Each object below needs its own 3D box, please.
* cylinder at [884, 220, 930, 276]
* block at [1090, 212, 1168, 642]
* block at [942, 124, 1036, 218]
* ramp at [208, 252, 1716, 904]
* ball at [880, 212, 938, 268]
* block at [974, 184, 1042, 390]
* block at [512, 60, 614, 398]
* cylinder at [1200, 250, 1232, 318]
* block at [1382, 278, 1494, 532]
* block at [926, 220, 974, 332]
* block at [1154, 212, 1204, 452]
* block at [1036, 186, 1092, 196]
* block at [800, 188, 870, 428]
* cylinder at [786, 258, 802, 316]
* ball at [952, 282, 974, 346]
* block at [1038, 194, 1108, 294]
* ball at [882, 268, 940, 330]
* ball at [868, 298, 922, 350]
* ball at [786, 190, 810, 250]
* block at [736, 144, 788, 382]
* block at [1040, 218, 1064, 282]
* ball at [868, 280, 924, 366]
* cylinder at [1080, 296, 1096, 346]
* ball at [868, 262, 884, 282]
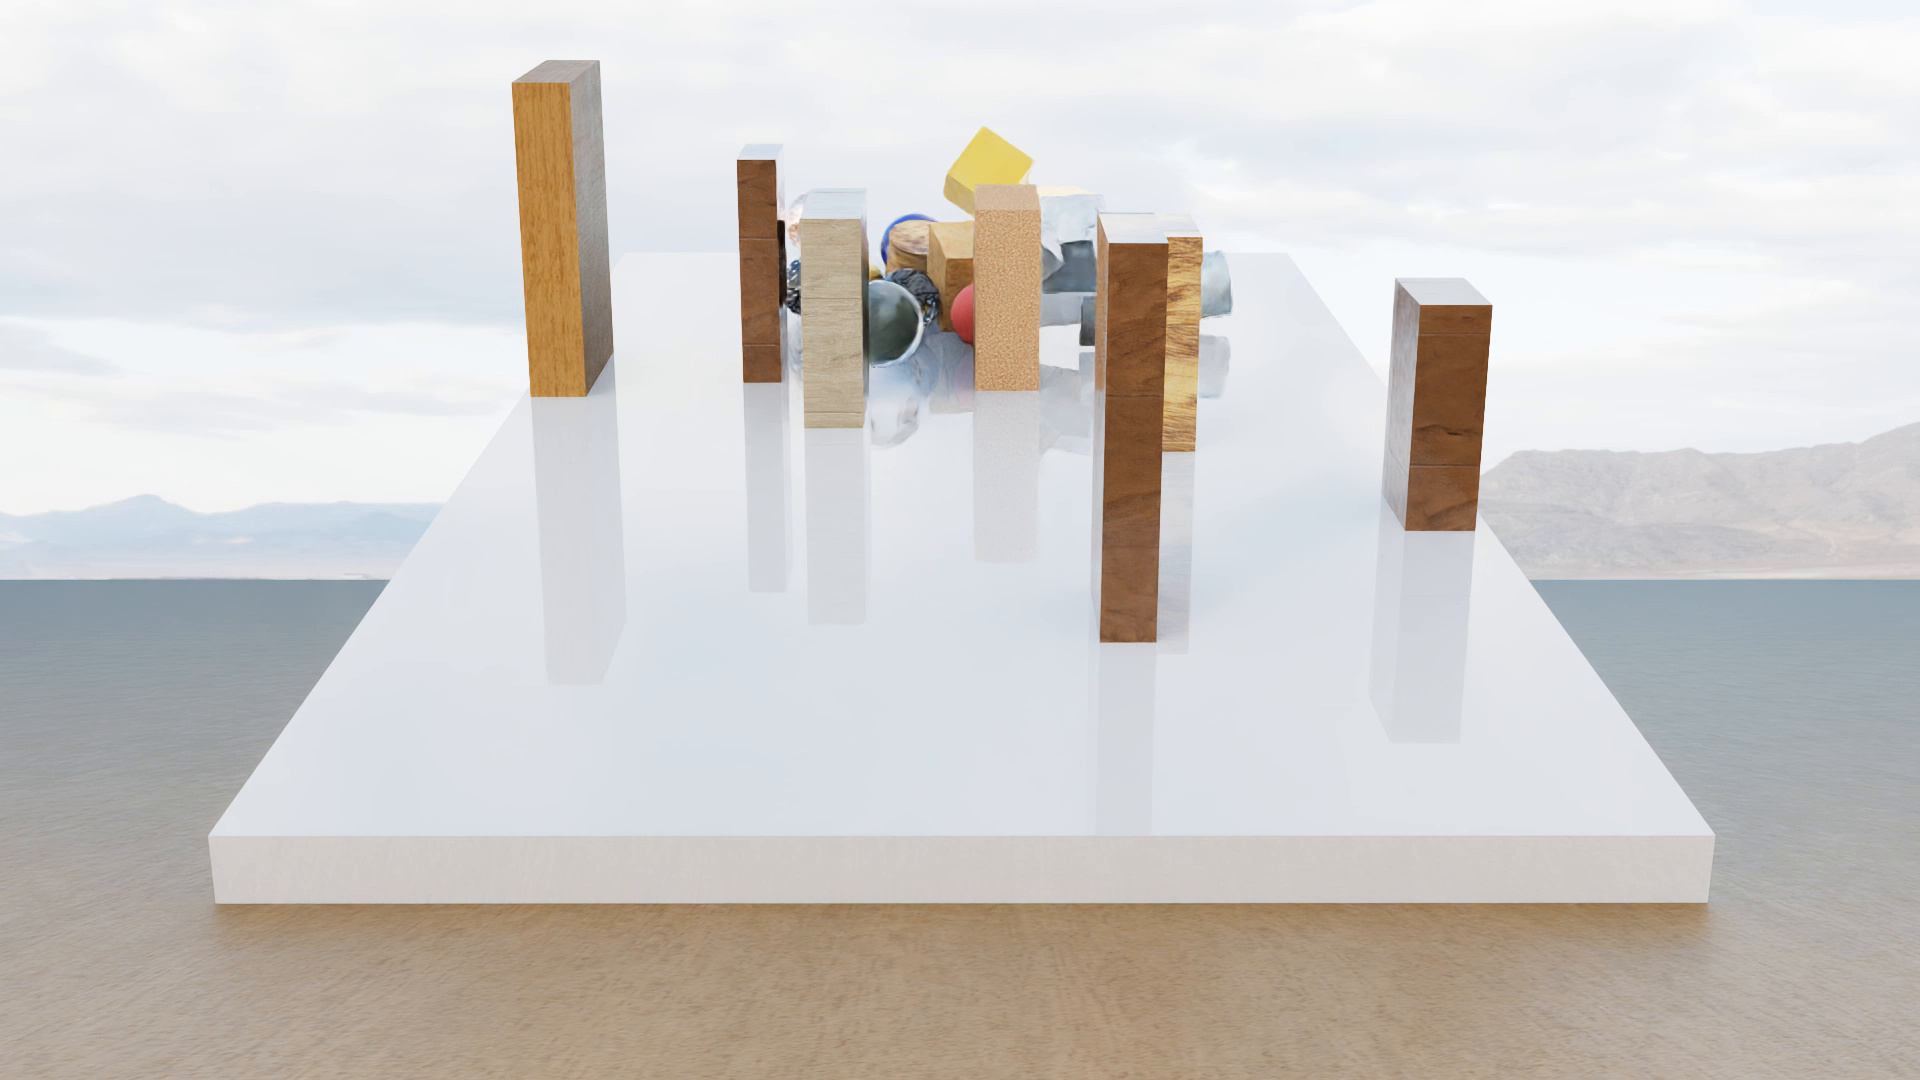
[{"bbox_3d":[-0.110,-0.734,5.999,0.177,0.177,0.177,5,38,-4],"label":"cylinder"},{"bbox_3d":[0.274,-0.187,3.678,0.092,0.657,0.271,0,18,0],"label":"block"},{"bbox_3d":[0.081,-1.039,6.445,0.181,0.181,0.181,35,-12,3],"label":"block"},{"bbox_3d":[-0.004,-0.191,4.888,2.000,0.100,4.000,0,18,0],"label":"ramp"},{"bbox_3d":[-0.126,-0.819,6.303,0.201,0.201,0.201,0,-1,0],"label":"ball"},{"bbox_3d":[0.109,-0.599,5.292,0.149,0.422,0.340,0,18,0],"label":"block"},{"bbox_3d":[-0.921,-0.735,5.239,0.127,0.711,0.447,0,18,0],"label":"block"},{"bbox_3d":[0.607,-0.656,5.806,0.165,0.165,0.165,-8,-1,0],"label":"cylinder"},{"bbox_3d":[0.902,-0.260,4.257,0.133,0.432,0.244,0,18,0],"label":"block"},{"bbox_3d":[0.040,-0.685,5.809,0.210,0.210,0.210,-4,34,-12],"label":"block"},{"bbox_3d":[0.446,-0.446,4.778,0.098,0.456,0.284,0,18,0],"label":"block"},{"bbox_3d":[0.283,-0.943,6.691,0.192,0.192,0.192,-7,20,-20],"label":"block"},{"bbox_3d":[-0.275,-0.524,5.002,0.129,0.460,0.394,0,18,0],"label":"block"},{"bbox_3d":[-0.351,-0.653,5.858,0.164,0.164,0.164,1,13,-42],"label":"cylinder"},{"bbox_3d":[0.063,-0.560,5.573,0.169,0.169,0.169,0,-1,0],"label":"ball"},{"bbox_3d":[0.284,-0.758,5.738,0.175,0.175,0.175,1,-40,18],"label":"block"},{"bbox_3d":[-0.135,-0.604,5.688,0.168,0.168,0.168,0,-1,0],"label":"ball"},{"bbox_3d":[-0.162,-0.535,5.559,0.131,0.131,0.131,0,-1,0],"label":"ball"},{"bbox_3d":[-0.372,-0.844,5.975,0.187,0.187,0.187,0,-1,0],"label":"ball"},{"bbox_3d":[-0.465,-0.656,5.300,0.090,0.523,0.245,0,18,0],"label":"block"},{"bbox_3d":[0.146,-0.722,5.545,0.146,0.146,0.146,-36,-51,22],"label":"block"},{"bbox_3d":[-0.190,-0.520,5.393,0.207,0.207,0.207,0,-1,0],"label":"ball"},{"bbox_3d":[0.363,-0.540,5.567,0.124,0.124,0.124,4,-1,1],"label":"cylinder"},{"bbox_3d":[-0.264,-0.698,6.070,0.117,0.117,0.117,0,-1,0],"label":"ball"}]
